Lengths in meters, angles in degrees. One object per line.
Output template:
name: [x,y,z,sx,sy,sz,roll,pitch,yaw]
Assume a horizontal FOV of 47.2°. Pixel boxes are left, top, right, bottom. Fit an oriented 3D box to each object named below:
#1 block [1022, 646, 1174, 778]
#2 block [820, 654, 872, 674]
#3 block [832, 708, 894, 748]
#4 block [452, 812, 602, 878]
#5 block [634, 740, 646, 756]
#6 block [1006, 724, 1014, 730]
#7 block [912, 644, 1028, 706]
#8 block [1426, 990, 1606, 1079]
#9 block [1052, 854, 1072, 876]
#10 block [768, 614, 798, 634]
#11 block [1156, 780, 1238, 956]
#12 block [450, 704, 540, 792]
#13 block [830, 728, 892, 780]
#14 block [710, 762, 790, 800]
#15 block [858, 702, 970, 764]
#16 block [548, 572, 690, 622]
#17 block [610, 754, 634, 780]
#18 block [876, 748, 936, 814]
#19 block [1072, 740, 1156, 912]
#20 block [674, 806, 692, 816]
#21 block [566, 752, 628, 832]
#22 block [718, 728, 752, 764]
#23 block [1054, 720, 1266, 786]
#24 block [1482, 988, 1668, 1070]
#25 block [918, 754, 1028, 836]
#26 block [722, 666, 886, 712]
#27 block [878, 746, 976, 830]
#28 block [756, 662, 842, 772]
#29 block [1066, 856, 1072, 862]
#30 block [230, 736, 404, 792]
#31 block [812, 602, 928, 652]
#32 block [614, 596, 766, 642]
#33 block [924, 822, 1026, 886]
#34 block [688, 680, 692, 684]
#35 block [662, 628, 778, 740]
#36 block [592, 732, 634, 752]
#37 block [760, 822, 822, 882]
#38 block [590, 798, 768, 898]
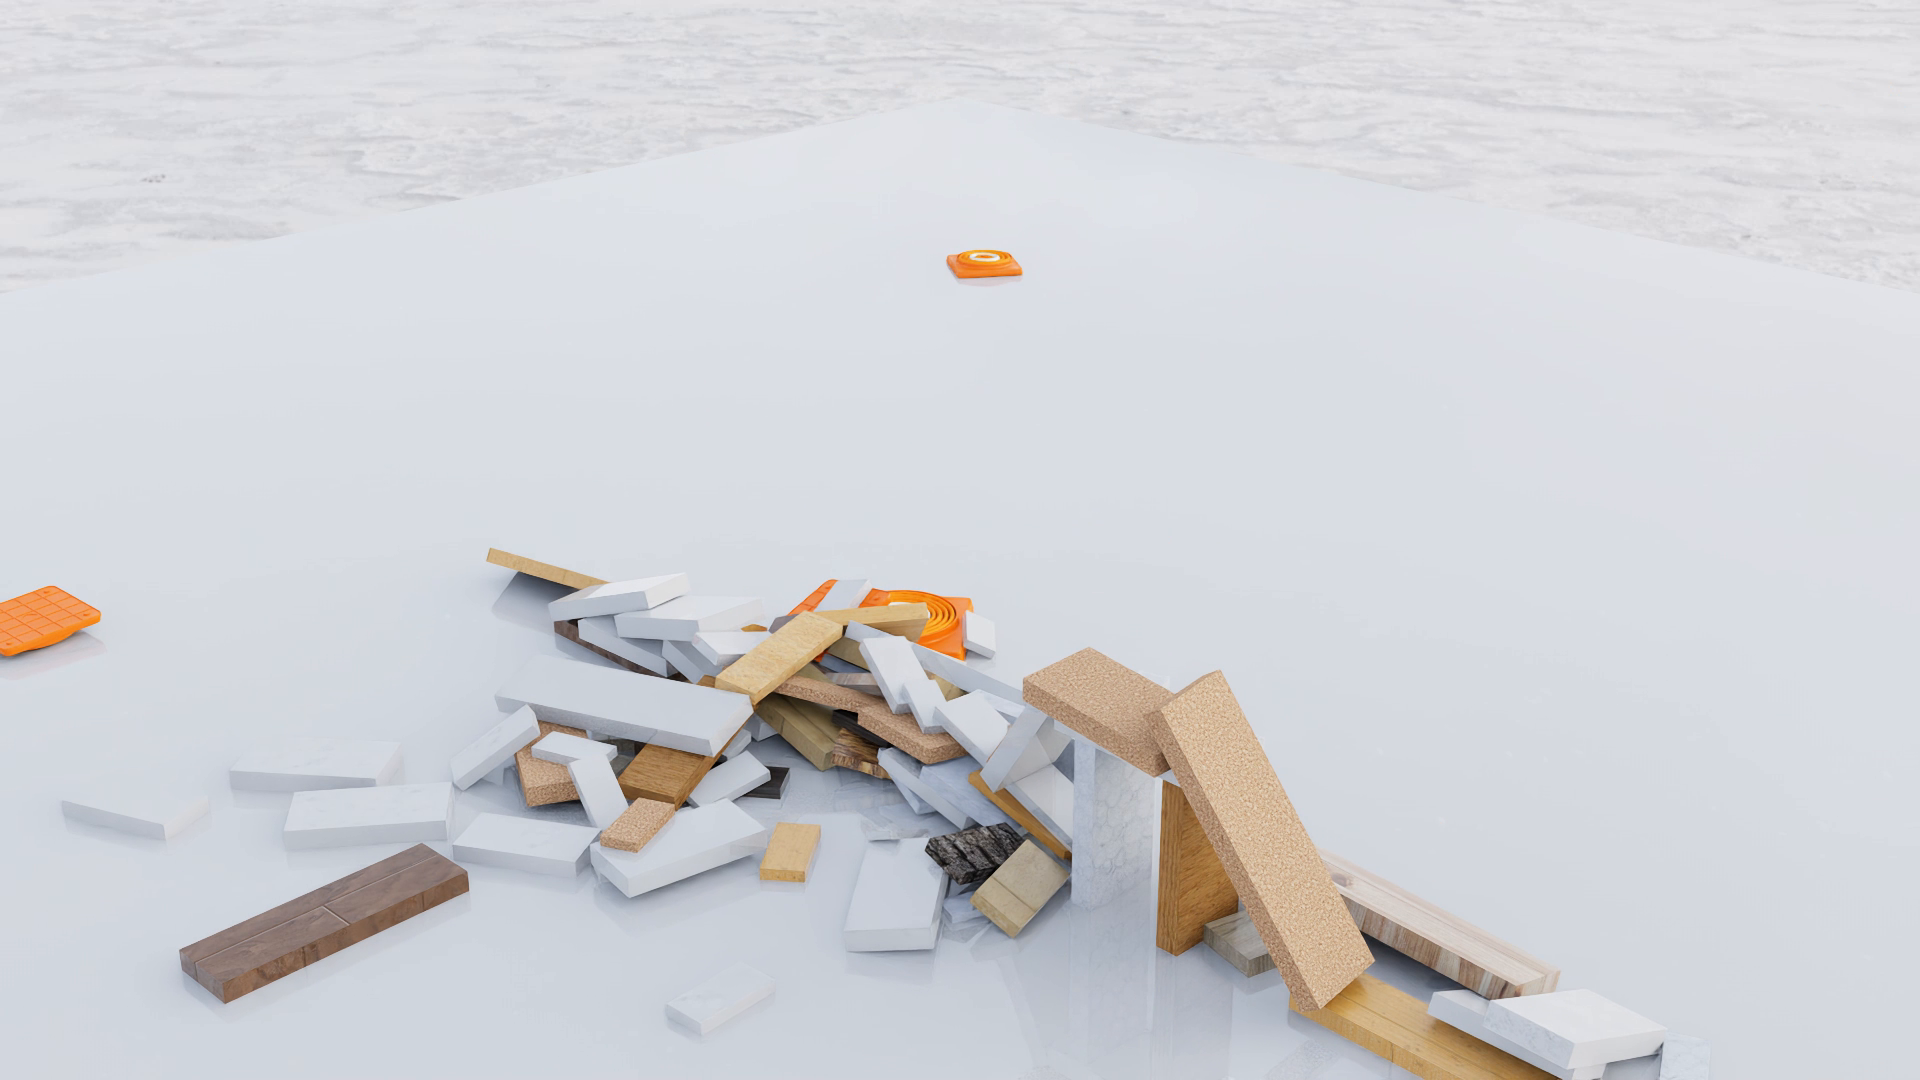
block: [0.287,0.304,3.934,0.167,0.047,0.335,-23,35,-35]
block: [-0.212,0.312,4.902,0.201,0.028,0.100,20,-12,43]
block: [-0.175,0.391,4.615,0.092,0.026,0.184,-6,18,-42]
block: [-0.846,0.597,4.308,0.257,0.036,0.129,6,24,13]
block: [-0.586,0.406,4.692,0.214,0.030,0.107,-2,37,-6]
block: [0.156,0.382,4.375,0.120,0.060,0.017,-8,54,2]
block: [0.059,0.327,4.762,0.339,0.048,0.170,22,-7,30]
block: [0.933,0.828,3.683,0.268,0.038,0.134,21,6,38]
block: [0.235,0.631,4.252,0.056,0.016,0.112,-18,29,-36]
block: [-0.413,0.238,5.076,0.093,0.026,0.186,-11,31,26]
block: [0.437,0.563,3.987,0.175,0.349,0.049,-21,31,-40]
block: [-0.968,0.432,4.576,0.199,0.028,0.099,-36,28,-1]
block: [-0.170,0.452,4.585,0.184,0.026,0.092,15,32,2]
block: [-0.449,0.498,4.555,0.178,0.025,0.089,4,23,8]
block: [-0.092,0.392,4.515,0.118,0.033,0.236,-9,23,-38]
block: [-0.797,0.133,5.139,0.307,0.043,0.153,-8,10,34]
block: [-0.801,0.474,4.606,0.214,0.030,0.107,9,25,20]
block: [-0.087,0.487,4.512,0.092,0.026,0.184,-7,37,-30]
block: [0.289,0.506,4.122,0.175,0.349,0.049,-21,31,-40]
block: [-0.598,0.577,4.371,0.166,0.024,0.083,-11,26,-25]
block: [-0.721,0.509,4.410,0.078,0.022,0.157,-15,68,-32]
block: [-0.541,0.409,4.644,0.178,0.025,0.089,20,40,22]
block: [0.358,0.350,3.978,0.175,0.049,0.349,-21,31,-40]
block: [1.024,0.809,3.651,0.319,0.045,0.160,7,11,-46]
block: [0.045,0.511,4.408,0.236,0.033,0.118,33,32,25]
block: [-0.324,0.318,4.683,0.362,0.025,0.089,13,9,10]
block: [-0.039,0.490,4.464,0.236,0.033,0.118,35,33,28]
block: [-0.340,0.355,4.749,0.173,0.049,0.346,-21,45,-40]
block: [0.236,0.609,4.265,0.056,0.016,0.113,-13,26,-29]
block: [-1.342,0.471,4.594,0.311,0.044,0.156,2,23,6]
block: [-0.219,0.198,4.960,0.274,0.137,0.039,-4,65,-15]
block: [-0.609,0.174,4.934,0.173,0.049,0.346,-20,12,-38]
block: [0.044,0.600,4.211,0.212,0.030,0.106,-4,35,-46]
block: [-0.560,0.316,4.961,0.106,0.015,0.053,0,17,40]
block: [-0.485,0.303,4.869,0.173,0.049,0.346,-20,45,-40]
block: [-0.686,0.414,4.747,0.214,0.030,0.107,-4,23,-8]
block: [-0.330,0.609,4.294,0.088,0.025,0.175,3,23,6]
block: [-0.542,0.592,4.250,0.303,0.043,0.152,-16,28,-33]
